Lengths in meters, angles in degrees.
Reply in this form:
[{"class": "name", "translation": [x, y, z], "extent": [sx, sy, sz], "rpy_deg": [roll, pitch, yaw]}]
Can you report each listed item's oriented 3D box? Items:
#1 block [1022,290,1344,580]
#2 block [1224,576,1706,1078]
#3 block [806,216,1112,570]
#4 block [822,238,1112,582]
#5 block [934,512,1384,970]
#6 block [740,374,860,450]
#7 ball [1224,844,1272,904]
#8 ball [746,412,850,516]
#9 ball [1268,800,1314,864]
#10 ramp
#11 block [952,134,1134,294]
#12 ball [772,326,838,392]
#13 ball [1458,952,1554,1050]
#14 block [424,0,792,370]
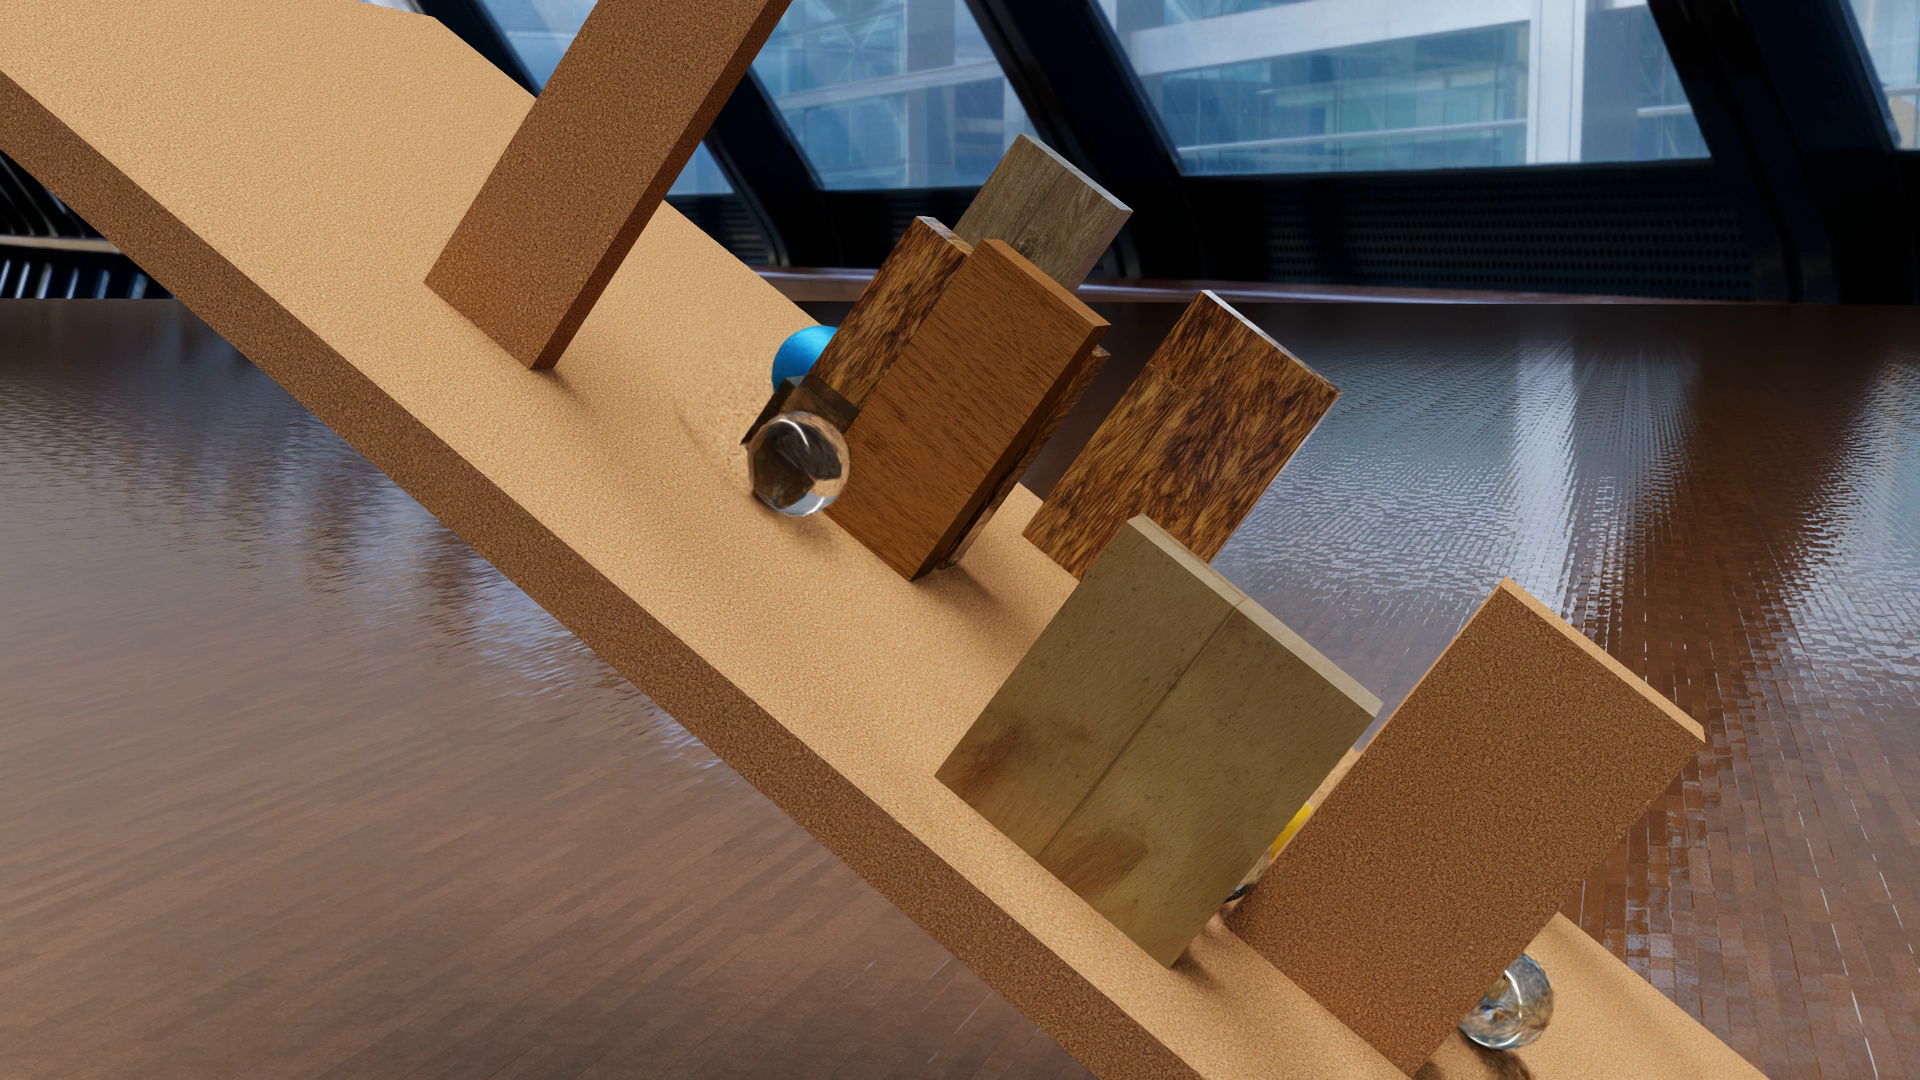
[{"class": "block", "translation": [0.459, -0.158, 4.599], "extent": [0.353, 0.641, 0.088], "rpy_deg": [39, 16, 9]}, {"class": "block", "translation": [0.775, 0.447, 3.421], "extent": [0.372, 0.695, 0.124], "rpy_deg": [39, 16, 9]}, {"class": "block", "translation": [-0.043, -0.276, 4.141], "extent": [0.430, 0.502, 0.110], "rpy_deg": [39, 16, 9]}, {"class": "block", "translation": [-0.009, -0.232, 3.954], "extent": [0.254, 0.573, 0.124], "rpy_deg": [39, 16, 9]}, {"class": "block", "translation": [0.286, 0.293, 3.221], "extent": [0.445, 0.486, 0.112], "rpy_deg": [39, 16, 9]}, {"class": "block", "translation": [-0.279, -0.197, 4.061], "extent": [0.152, 0.152, 0.152], "rpy_deg": [39, 16, 9]}, {"class": "ball", "translation": [0.394, 0.477, 3.462], "extent": [0.193, 0.193, 0.193], "rpy_deg": [0, 7, 0]}, {"class": "ball", "translation": [-0.280, -0.133, 3.822], "extent": [0.181, 0.181, 0.181], "rpy_deg": [0, 7, 0]}, {"class": "ball", "translation": [0.536, 0.503, 3.739], "extent": [0.164, 0.164, 0.164], "rpy_deg": [0, 7, 0]}, {"class": "ramp", "translation": [-0.061, 0.123, 4.068], "extent": [4.000, 0.100, 2.000], "rpy_deg": [39, 16, 9]}, {"class": "block", "translation": [0.030, -0.448, 4.414], "extent": [0.251, 0.705, 0.115], "rpy_deg": [39, 16, 9]}, {"class": "ball", "translation": [-0.275, -0.327, 4.363], "extent": [0.197, 0.197, 0.197], "rpy_deg": [0, 7, 0]}, {"class": "ball", "translation": [0.921, 0.780, 3.739], "extent": [0.172, 0.172, 0.172], "rpy_deg": [0, 7, 0]}, {"class": "block", "translation": [-0.576, -0.668, 3.621], "extent": [0.244, 0.785, 0.086], "rpy_deg": [39, 16, 9]}]
